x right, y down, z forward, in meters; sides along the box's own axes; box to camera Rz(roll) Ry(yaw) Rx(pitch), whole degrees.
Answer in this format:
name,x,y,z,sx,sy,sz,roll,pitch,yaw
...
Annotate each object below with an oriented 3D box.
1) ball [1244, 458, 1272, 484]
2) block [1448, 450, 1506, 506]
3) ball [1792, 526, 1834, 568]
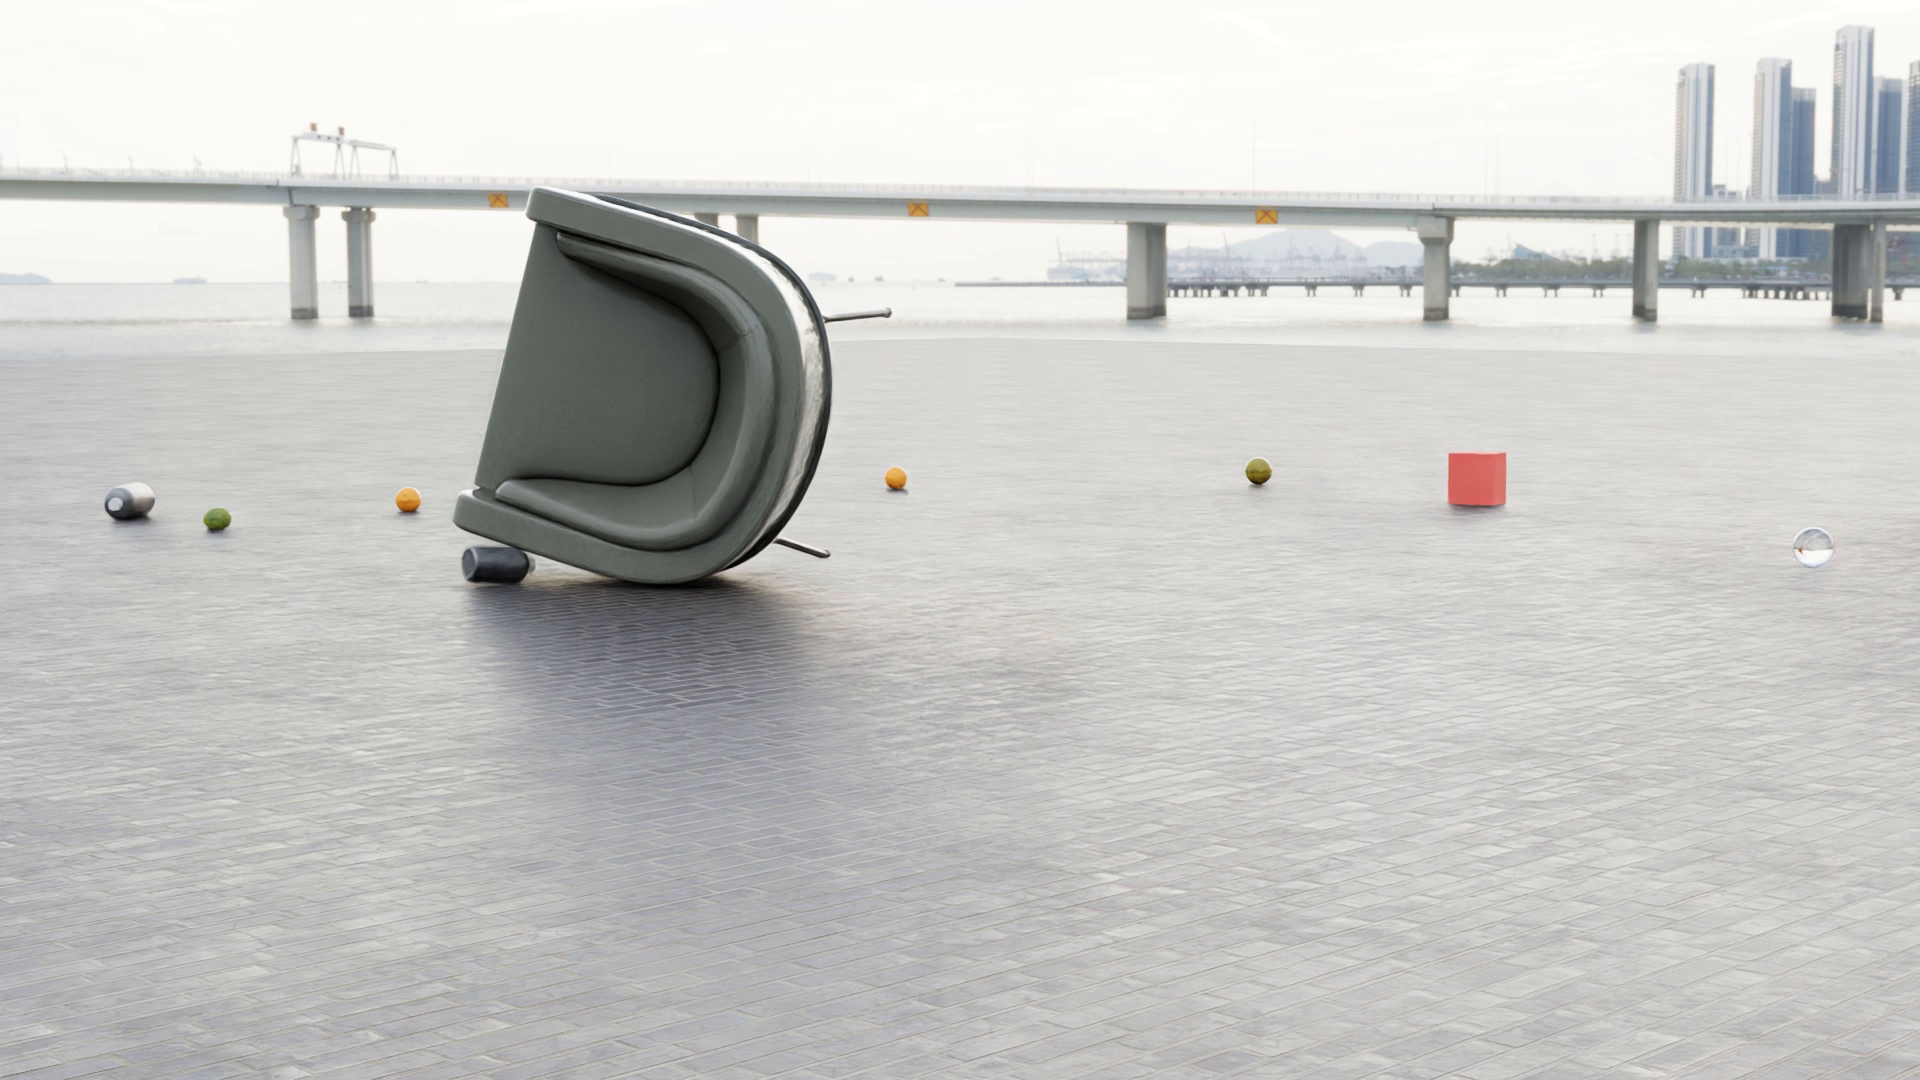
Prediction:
name,x,y,z,sx,sy,sz,roll,pitch,yaw
ball,0.943,-0.218,8.109,0.086,0.086,0.086,0,6,0
block,1.501,-0.181,7.446,0.137,0.148,0.115,3,7,29
ball,1.933,0.016,5.810,0.092,0.092,0.092,0,6,0
